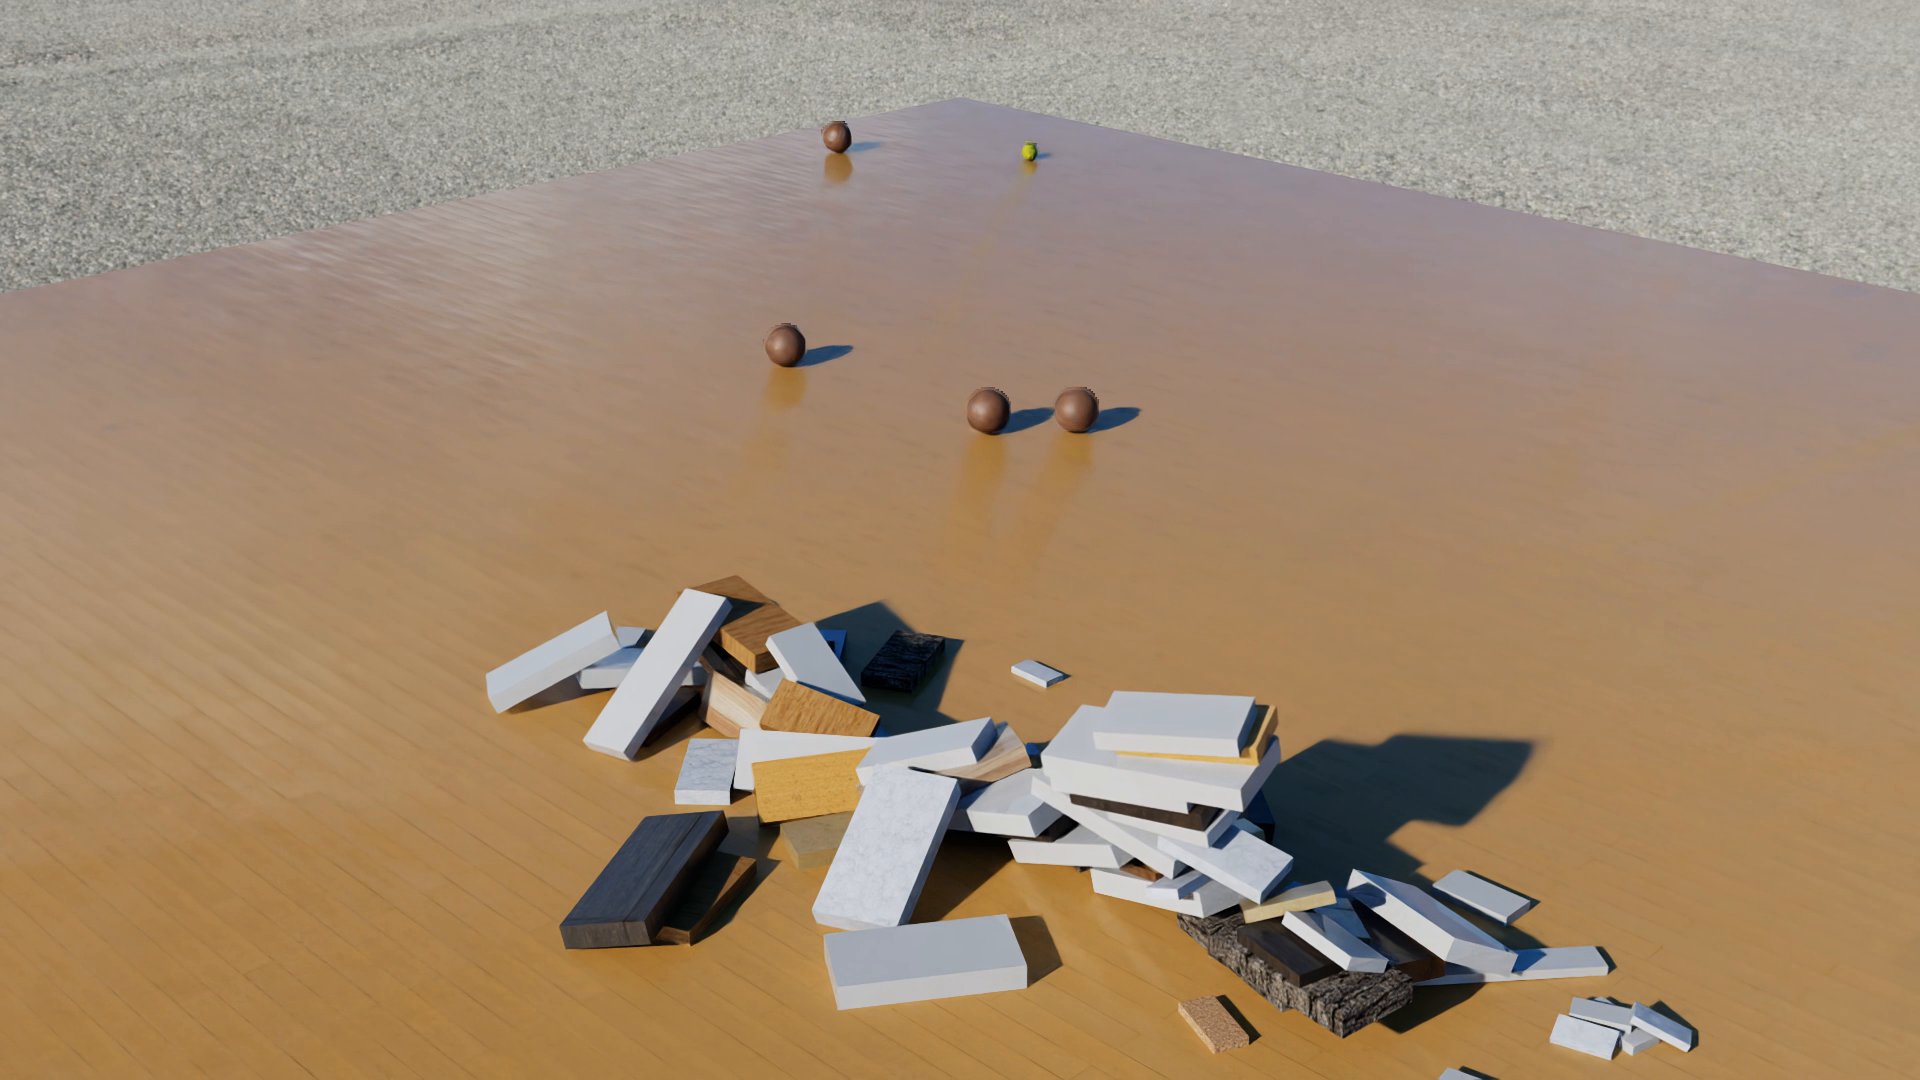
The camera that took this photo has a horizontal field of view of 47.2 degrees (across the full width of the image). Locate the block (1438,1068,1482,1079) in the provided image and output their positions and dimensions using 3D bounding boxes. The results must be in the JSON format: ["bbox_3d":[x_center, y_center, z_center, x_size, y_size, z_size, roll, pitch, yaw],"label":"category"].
[{"bbox_3d":[0.855,0.917,3.568,0.175,0.025,0.087,15,27,31],"label":"block"}]

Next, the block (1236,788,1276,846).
[{"bbox_3d":[0.547,0.533,4.303,0.043,0.153,0.346,5,22,-7],"label":"block"}]

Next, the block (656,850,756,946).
[{"bbox_3d":[-0.494,0.670,4.141,0.112,0.032,0.270,9,25,20],"label":"block"}]

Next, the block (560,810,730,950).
[{"bbox_3d":[-0.588,0.635,4.141,0.169,0.048,0.427,-7,19,17],"label":"block"}]

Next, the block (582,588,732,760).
[{"bbox_3d":[-0.651,0.287,4.755,0.120,0.034,0.421,11,57,34],"label":"block"}]

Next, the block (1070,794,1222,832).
[{"bbox_3d":[0.347,0.446,3.966,0.271,0.038,0.135,8,34,33],"label":"block"}]

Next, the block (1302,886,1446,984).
[{"bbox_3d":[0.718,0.714,3.960,0.153,0.043,0.307,-7,18,-23],"label":"block"}]

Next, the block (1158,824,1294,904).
[{"bbox_3d":[0.471,0.556,3.912,0.215,0.030,0.108,27,44,28],"label":"block"}]

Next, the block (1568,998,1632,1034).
[{"bbox_3d":[1.101,0.815,3.773,0.104,0.015,0.052,9,25,20],"label":"block"}]

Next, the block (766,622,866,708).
[{"bbox_3d":[-0.309,0.285,4.709,0.113,0.032,0.226,-18,60,-35],"label":"block"}]

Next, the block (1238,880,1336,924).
[{"bbox_3d":[0.573,0.634,3.856,0.161,0.023,0.081,-13,3,2],"label":"block"}]

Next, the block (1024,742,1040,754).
[{"bbox_3d":[0.112,0.456,4.666,0.111,0.016,0.055,-6,24,-14],"label":"block"}]

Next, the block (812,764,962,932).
[{"bbox_3d":[-0.135,0.584,4.135,0.169,0.048,0.337,9,51,20],"label":"block"}]

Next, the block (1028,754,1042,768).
[{"bbox_3d":[0.118,0.456,4.471,0.135,0.038,0.272,4,-4,-34],"label":"block"}]

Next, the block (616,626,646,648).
[{"bbox_3d":[-0.791,0.247,5.153,0.069,0.020,0.162,3,23,8],"label":"block"}]

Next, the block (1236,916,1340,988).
[{"bbox_3d":[0.560,0.700,3.752,0.087,0.025,0.175,-15,25,-26],"label":"block"}]

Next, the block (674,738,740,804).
[{"bbox_3d":[-0.522,0.481,4.585,0.112,0.032,0.224,1,23,2],"label":"block"}]

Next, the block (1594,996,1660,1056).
[{"bbox_3d":[1.127,0.833,3.773,0.066,0.019,0.132,-14,27,-29],"label":"block"}]

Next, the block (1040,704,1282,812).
[{"bbox_3d":[0.355,0.384,3.905,0.392,0.047,0.164,7,34,32],"label":"block"}]

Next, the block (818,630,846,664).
[{"bbox_3d":[-0.334,0.273,5.074,0.120,0.034,0.239,1,23,3],"label":"block"}]

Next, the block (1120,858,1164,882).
[{"bbox_3d":[0.359,0.605,4.083,0.070,0.020,0.140,-14,8,-24],"label":"block"}]

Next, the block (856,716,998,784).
[{"bbox_3d":[-0.067,0.419,4.374,0.259,0.037,0.130,-13,17,25],"label":"block"}]

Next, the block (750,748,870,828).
[{"bbox_3d":[-0.288,0.498,4.434,0.250,0.125,0.035,-6,-20,-12],"label":"block"}]

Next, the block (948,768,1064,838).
[{"bbox_3d":[0.074,0.502,4.254,0.329,0.047,0.164,-3,24,47],"label":"block"}]

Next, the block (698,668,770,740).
[{"bbox_3d":[-0.477,0.370,4.740,0.032,0.113,0.226,9,11,-43],"label":"block"}]

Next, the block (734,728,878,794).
[{"bbox_3d":[-0.307,0.463,4.519,0.303,0.125,0.035,3,-18,7],"label":"block"}]

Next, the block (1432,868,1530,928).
[{"bbox_3d":[0.981,0.674,4.143,0.081,0.023,0.161,-21,31,-41],"label":"block"}]

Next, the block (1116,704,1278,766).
[{"bbox_3d":[0.418,0.336,3.880,0.259,0.037,0.130,2,31,25],"label":"block"}]

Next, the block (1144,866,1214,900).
[{"bbox_3d":[0.402,0.613,3.956,0.070,0.020,0.140,-4,10,41],"label":"block"}]

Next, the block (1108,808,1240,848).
[{"bbox_3d":[0.383,0.486,3.953,0.215,0.030,0.108,12,36,37],"label":"block"}]

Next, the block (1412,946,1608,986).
[{"bbox_3d":[0.856,0.764,3.917,0.598,0.019,0.066,-2,23,-7],"label":"block"}]

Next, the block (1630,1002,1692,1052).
[{"bbox_3d":[1.193,0.828,3.742,0.103,0.015,0.052,27,25,10],"label":"block"}]
